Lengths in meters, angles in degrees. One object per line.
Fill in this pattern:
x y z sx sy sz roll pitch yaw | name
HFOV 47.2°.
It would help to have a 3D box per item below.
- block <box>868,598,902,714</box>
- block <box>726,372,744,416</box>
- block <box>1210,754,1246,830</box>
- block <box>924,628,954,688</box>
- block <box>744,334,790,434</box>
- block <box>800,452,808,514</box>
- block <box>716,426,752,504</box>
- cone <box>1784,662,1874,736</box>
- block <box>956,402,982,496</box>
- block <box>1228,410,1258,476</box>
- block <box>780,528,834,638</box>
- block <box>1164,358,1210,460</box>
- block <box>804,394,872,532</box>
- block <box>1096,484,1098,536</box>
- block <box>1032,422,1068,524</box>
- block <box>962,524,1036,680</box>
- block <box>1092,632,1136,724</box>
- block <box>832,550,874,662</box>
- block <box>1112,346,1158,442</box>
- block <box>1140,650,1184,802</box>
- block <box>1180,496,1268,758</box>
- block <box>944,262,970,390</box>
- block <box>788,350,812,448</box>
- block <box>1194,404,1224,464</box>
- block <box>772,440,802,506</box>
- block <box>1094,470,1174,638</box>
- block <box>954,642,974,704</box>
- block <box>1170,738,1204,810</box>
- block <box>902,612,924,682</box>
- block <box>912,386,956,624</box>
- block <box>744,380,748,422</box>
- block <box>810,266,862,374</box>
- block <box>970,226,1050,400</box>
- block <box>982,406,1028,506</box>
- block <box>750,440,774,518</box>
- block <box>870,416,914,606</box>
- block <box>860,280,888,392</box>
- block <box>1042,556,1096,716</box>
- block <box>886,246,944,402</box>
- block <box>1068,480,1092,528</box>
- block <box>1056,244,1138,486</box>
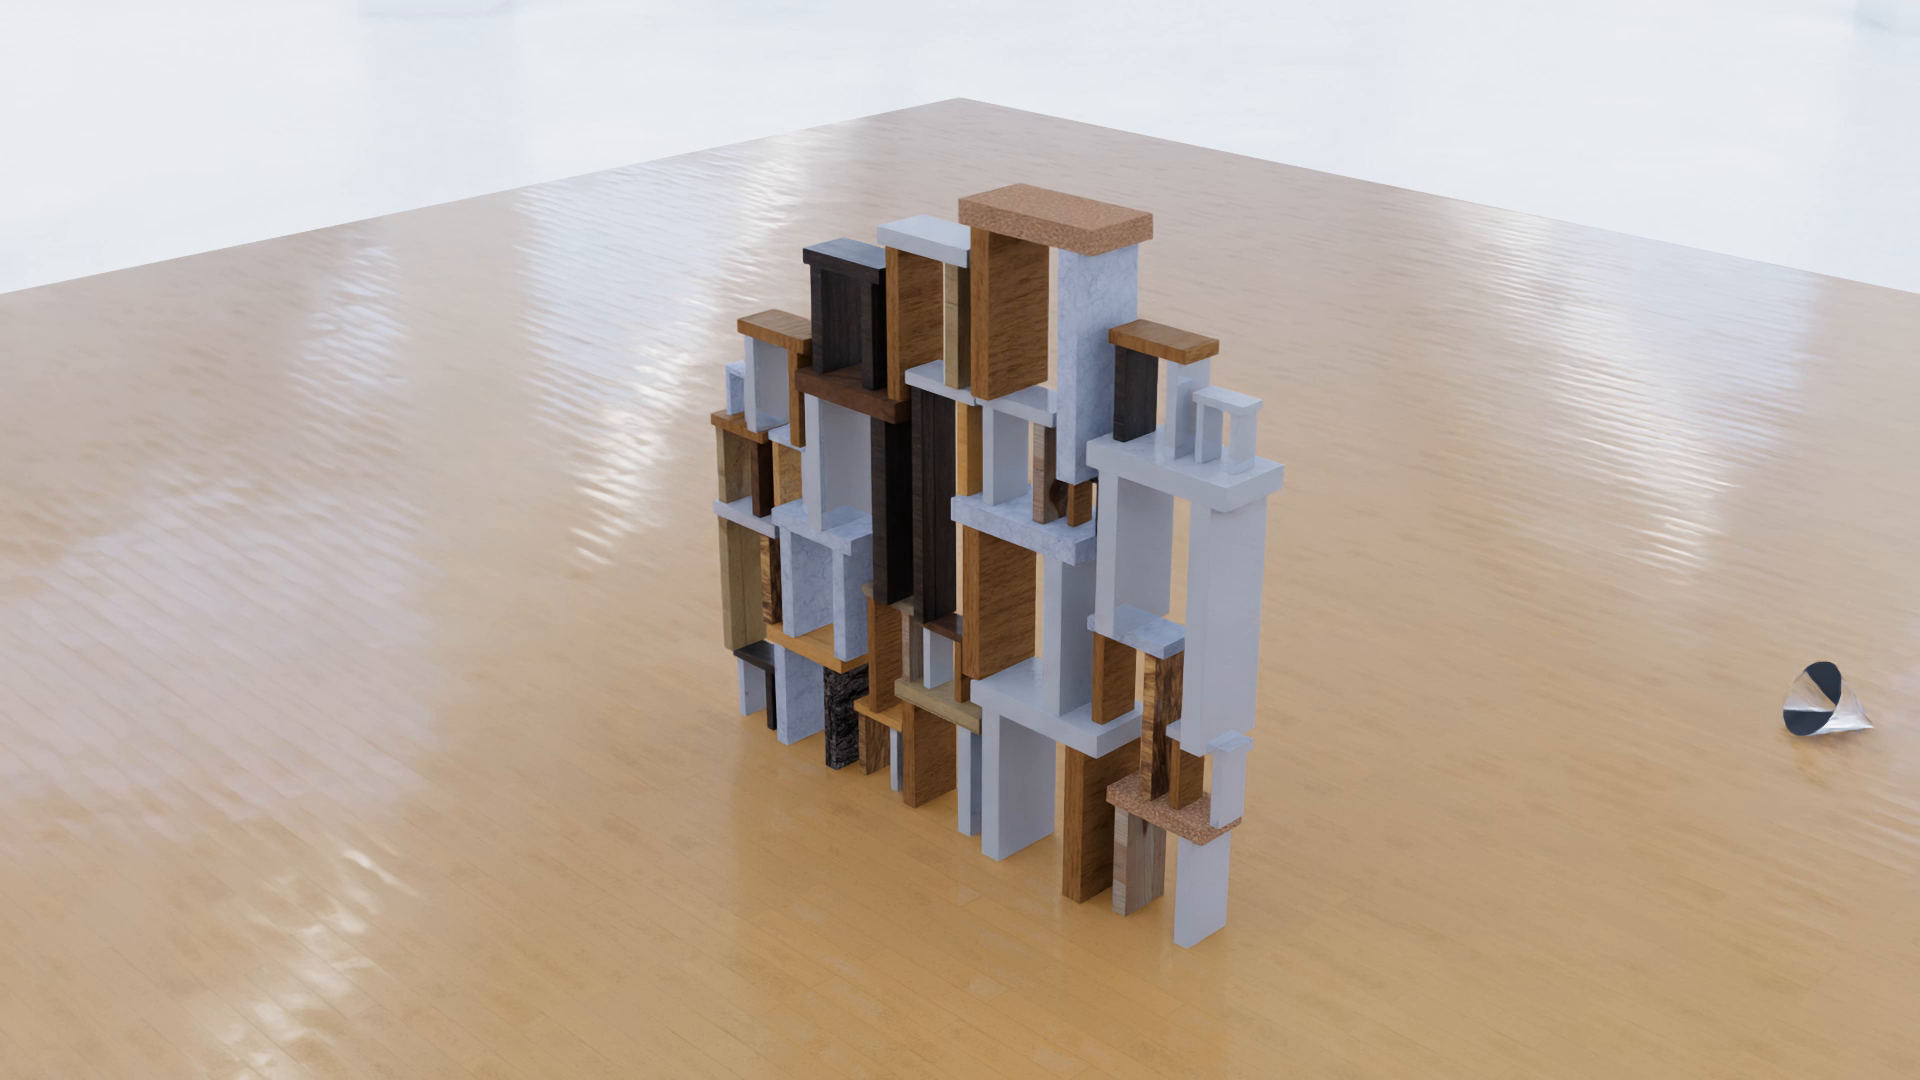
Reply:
-0.152 0.224 4.483 0.021 0.258 0.075 21 31 41 | block
-0.467 -0.312 4.607 0.046 0.092 0.013 -21 30 -40 | block
0.476 0.436 3.897 0.070 0.140 0.020 -21 31 -41 | block
-0.043 0.225 4.369 0.018 0.130 0.065 21 31 41 | block
-0.391 -0.331 4.507 0.101 0.206 0.029 -21 31 -40 | block
-0.292 -0.124 4.491 0.067 0.133 0.019 -21 31 -40 | block
-0.474 -0.170 4.668 0.085 0.169 0.024 -21 31 -40 | block
1.920 0.375 4.776 0.174 0.174 0.174 23 18 -15 | cone
0.036 -0.180 4.102 0.026 0.183 0.091 21 31 40 | block
0.468 -0.165 3.645 0.053 0.106 0.015 -21 31 -40 | block
-0.316 0.072 4.597 0.121 0.242 0.034 -21 31 -41 | block
0.384 -0.229 3.713 0.085 0.171 0.024 -21 31 -40 | block
-0.241 -0.173 4.411 0.143 0.285 0.040 -21 31 -41 | block
0.264 -0.059 3.920 0.014 0.099 0.050 21 31 40 | block
0.174 -0.131 3.975 0.027 0.190 0.095 21 31 41 | block
0.075 0.097 4.191 0.156 0.311 0.044 -21 31 -40 | block
0.283 0.240 4.023 0.090 0.181 0.026 -21 31 -41 | block
-0.203 0.117 4.492 0.121 0.242 0.034 -21 31 -41 | block
0.303 -0.261 3.787 0.086 0.171 0.024 -21 31 -40 | block
0.368 0.324 3.966 0.090 0.292 0.026 -21 31 -41 | block
0.453 0.135 3.780 0.044 0.465 0.154 21 31 41 | block
0.026 -0.403 4.026 0.033 0.234 0.117 22 31 40 | block
-0.296 -0.296 4.418 0.101 0.202 0.029 -21 31 -40 | block
0.419 -0.185 3.691 0.053 0.106 0.015 -21 31 -40 | block
-0.355 -0.128 4.558 0.067 0.178 0.019 -21 31 -40 | block
0.309 0.005 3.884 0.044 0.308 0.154 21 31 41 | block
0.018 0.249 4.313 0.065 0.130 0.018 -21 31 -41 | block
0.409 0.410 3.957 0.020 0.140 0.070 21 31 41 | block
-0.081 0.202 4.397 0.075 0.150 0.021 -21 31 -41 | block
-0.049 -0.075 4.240 0.091 0.487 0.026 -21 31 -41 | block
-0.426 -0.294 4.566 0.046 0.092 0.013 -21 31 -40 | block
-0.241 -0.441 4.301 0.030 0.214 0.107 21 31 40 | block
0.090 -0.421 3.946 0.044 0.313 0.157 21 31 41 | block
0.084 -0.166 4.057 0.027 0.190 0.095 21 31 40 | block
-0.396 -0.138 4.594 0.085 0.169 0.024 -21 31 -40 | block
-0.107 -0.074 4.306 0.040 0.386 0.143 21 31 40 | block
-0.139 -0.402 4.208 0.030 0.214 0.107 21 31 40 | block
0.222 0.155 4.055 0.044 0.311 0.156 21 31 41 | block
-0.084 -0.418 4.140 0.033 0.297 0.117 21 31 40 | block
0.217 -0.077 3.963 0.014 0.099 0.050 21 31 40 | block
0.239 -0.316 3.829 0.044 0.417 0.157 21 31 41 | block
